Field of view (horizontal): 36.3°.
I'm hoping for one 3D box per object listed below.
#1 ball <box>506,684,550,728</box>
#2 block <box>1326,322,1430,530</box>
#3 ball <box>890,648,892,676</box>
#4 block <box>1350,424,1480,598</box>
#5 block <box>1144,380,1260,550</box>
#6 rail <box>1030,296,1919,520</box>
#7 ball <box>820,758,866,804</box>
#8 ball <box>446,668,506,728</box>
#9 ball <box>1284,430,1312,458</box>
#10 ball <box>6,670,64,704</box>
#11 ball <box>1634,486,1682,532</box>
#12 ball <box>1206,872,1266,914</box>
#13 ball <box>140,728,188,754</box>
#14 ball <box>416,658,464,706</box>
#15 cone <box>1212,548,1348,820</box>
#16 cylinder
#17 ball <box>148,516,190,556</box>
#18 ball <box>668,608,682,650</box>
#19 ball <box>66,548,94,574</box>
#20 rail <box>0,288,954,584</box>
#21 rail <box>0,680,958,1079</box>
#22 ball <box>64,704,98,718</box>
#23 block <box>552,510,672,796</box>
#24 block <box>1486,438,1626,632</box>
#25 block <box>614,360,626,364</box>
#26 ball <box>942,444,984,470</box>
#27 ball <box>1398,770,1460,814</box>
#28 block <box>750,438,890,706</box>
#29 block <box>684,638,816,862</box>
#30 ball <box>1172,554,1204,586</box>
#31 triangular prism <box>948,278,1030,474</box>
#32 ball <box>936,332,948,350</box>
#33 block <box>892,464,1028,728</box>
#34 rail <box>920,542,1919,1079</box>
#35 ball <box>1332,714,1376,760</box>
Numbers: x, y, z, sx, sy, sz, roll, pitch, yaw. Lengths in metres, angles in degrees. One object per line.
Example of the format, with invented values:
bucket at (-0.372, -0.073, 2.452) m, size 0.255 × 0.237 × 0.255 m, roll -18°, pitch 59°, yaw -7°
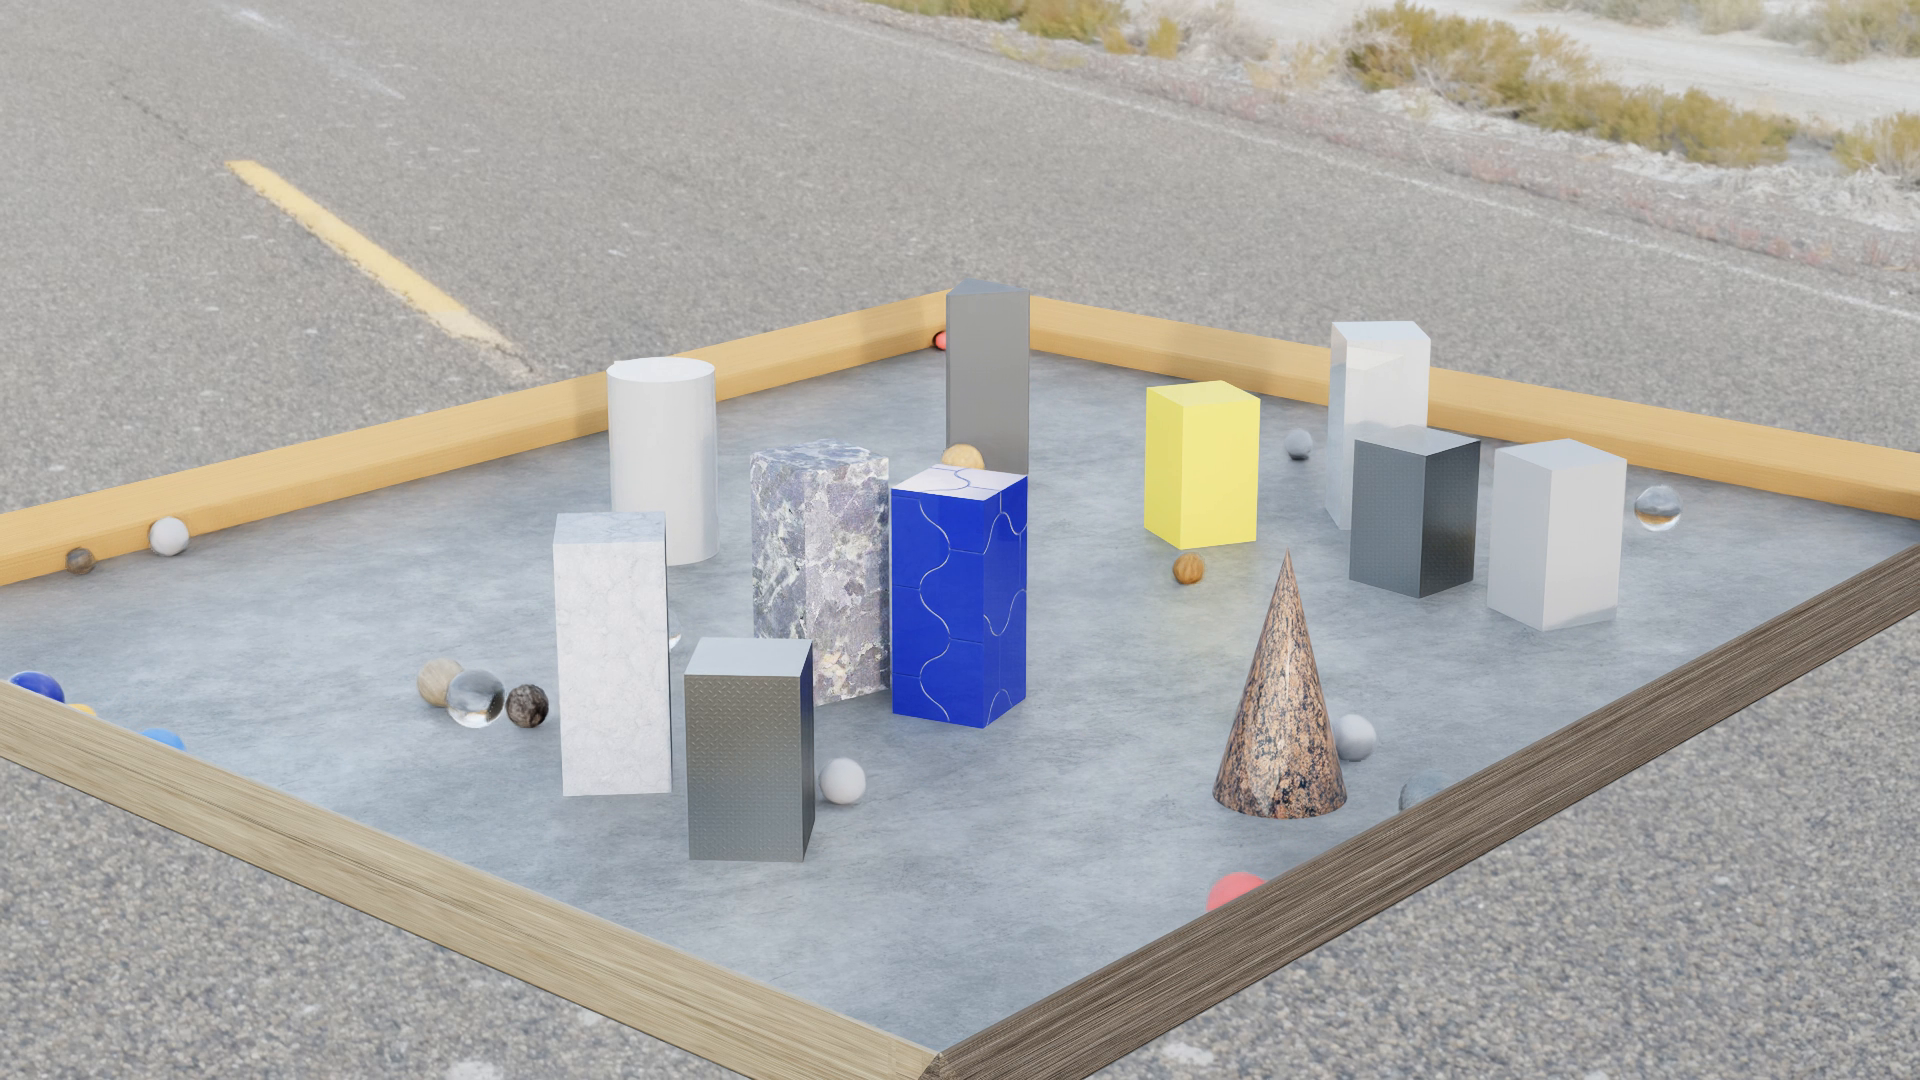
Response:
ball at (-0.663, 0.254, 4.491) m, size 0.066 × 0.066 × 0.066 m, roll 0°, pitch 17°, yaw 0°
block at (0.787, -0.217, 5.537) m, size 0.156 × 0.364 × 0.156 m, roll -1°, pitch 17°, yaw -3°
ball at (-0.080, 0.195, 4.673) m, size 0.075 × 0.075 × 0.075 m, roll 0°, pitch 17°, yaw 0°
block at (0.802, -0.053, 5.176) m, size 0.156 × 0.258 × 0.156 m, roll -15°, pitch 23°, yaw -42°
block at (0.448, -0.141, 5.447) m, size 0.156 × 0.271 × 0.156 m, roll -7°, pitch 18°, yaw -21°
rail at (0.996, -0.300, 6.218) m, size 2.621 × 0.127 × 0.045 m, roll 14°, pitch 22°, yaw 39°
ball at (-0.168, 0.344, 4.192) m, size 0.067 × 0.067 × 0.067 m, roll 0°, pitch 17°, yaw 0°
ball at (-0.741, 0.242, 4.486) m, size 0.092 × 0.092 × 0.092 m, roll 0°, pitch 17°, yaw 0°
ball at (0.693, -0.196, 5.999) m, size 0.058 × 0.058 × 0.058 m, roll 0°, pitch 17°, yaw 0°
ball at (-1.413, 0.247, 4.461) m, size 0.097 × 0.097 × 0.097 m, roll 0°, pitch 17°, yaw 0°
ball at (1.307, -0.058, 5.491) m, size 0.086 × 0.086 × 0.086 m, roll 0°, pitch 17°, yaw 0°
ball at (0.358, 0.469, 3.736) m, size 0.091 × 0.091 × 0.091 m, roll 0°, pitch 17°, yaw 0°
ball at (-1.164, 0.316, 4.248) m, size 0.088 × 0.088 × 0.088 m, roll 0°, pitch 17°, yaw 0°
ball at (-0.809, 0.221, 4.581) m, size 0.077 × 0.077 × 0.077 m, roll 0°, pitch 17°, yaw 0°
cone at (0.461, 0.187, 4.180) m, size 0.195 × 0.374 × 0.195 m, roll 0°, pitch 17°, yaw 0°
cylinder at (-0.539, -0.145, 5.337) m, size 0.195 × 0.341 × 0.195 m, roll 0°, pitch 17°, yaw 0°
ball at (-1.442, -0.007, 5.347) m, size 0.071 × 0.071 × 0.071 m, roll 0°, pitch 17°, yaw 0°
ball at (-0.498, 0.147, 4.822) m, size 0.080 × 0.080 × 0.080 m, roll 0°, pitch 17°, yaw 0°
ball at (-1.572, 0.038, 5.239) m, size 0.049 × 0.049 × 0.049 m, roll 0°, pitch 17°, yaw 0°
rail at (-0.972, -0.212, 5.928) m, size 0.045 × 0.127 × 3.085 m, roll 14°, pitch 22°, yaw 39°
rail at (-0.996, 0.363, 4.022) m, size 2.621 × 0.127 × 0.045 m, roll 14°, pitch 22°, yaw 39°
ball at (-1.323, 0.283, 4.374) m, size 0.078 × 0.078 × 0.078 m, roll 0°, pitch 17°, yaw 0°
block at (-0.501, 0.163, 4.251) m, size 0.156 × 0.379 × 0.156 m, roll -1°, pitch 17°, yaw -5°
block at (1.015, -0.010, 4.995) m, size 0.156 × 0.282 × 0.156 m, roll -8°, pitch 19°, yaw -25°
block at (-0.591, -0.212, 5.720) m, size 0.156 × 0.249 × 0.156 m, roll -2°, pitch 17°, yaw -7°
ball at (0.005, -0.148, 5.791) m, size 0.085 × 0.085 × 0.085 m, roll 0°, pitch 17°, yaw 0°
ball at (0.657, 0.367, 4.069) m, size 0.095 × 0.095 × 0.095 m, roll 0°, pitch 17°, yaw 0°
block at (-0.220, 0.049, 4.627) m, size 0.156 × 0.380 × 0.156 m, roll -12°, pitch 20°, yaw -34°
block at (-0.287, 0.287, 4.032) m, size 0.156 × 0.268 × 0.156 m, roll 1°, pitch 17°, yaw 3°
ball at (0.403, 0.052, 5.180) m, size 0.056 × 0.056 × 0.056 m, roll 0°, pitch 17°, yaw 0°
triangular prism at (0.036, -0.326, 5.877) m, size 0.169 × 0.376 × 0.146 m, roll -5°, pitch 17°, yaw -15°
ball at (-0.037, -0.471, 6.940) m, size 0.041 × 0.041 × 0.041 m, roll 0°, pitch 17°, yaw 0°
block at (0.000, 0.085, 4.537) m, size 0.156 × 0.363 × 0.156 m, roll 8°, pitch 19°, yaw 25°
rail at (0.972, 0.275, 4.312) m, size 0.045 × 0.127 × 3.085 m, roll 14°, pitch 22°, yaw 39°
ball at (0.585, 0.293, 4.358) m, size 0.068 × 0.068 × 0.068 m, roll 0°, pitch 17°, yaw 0°
